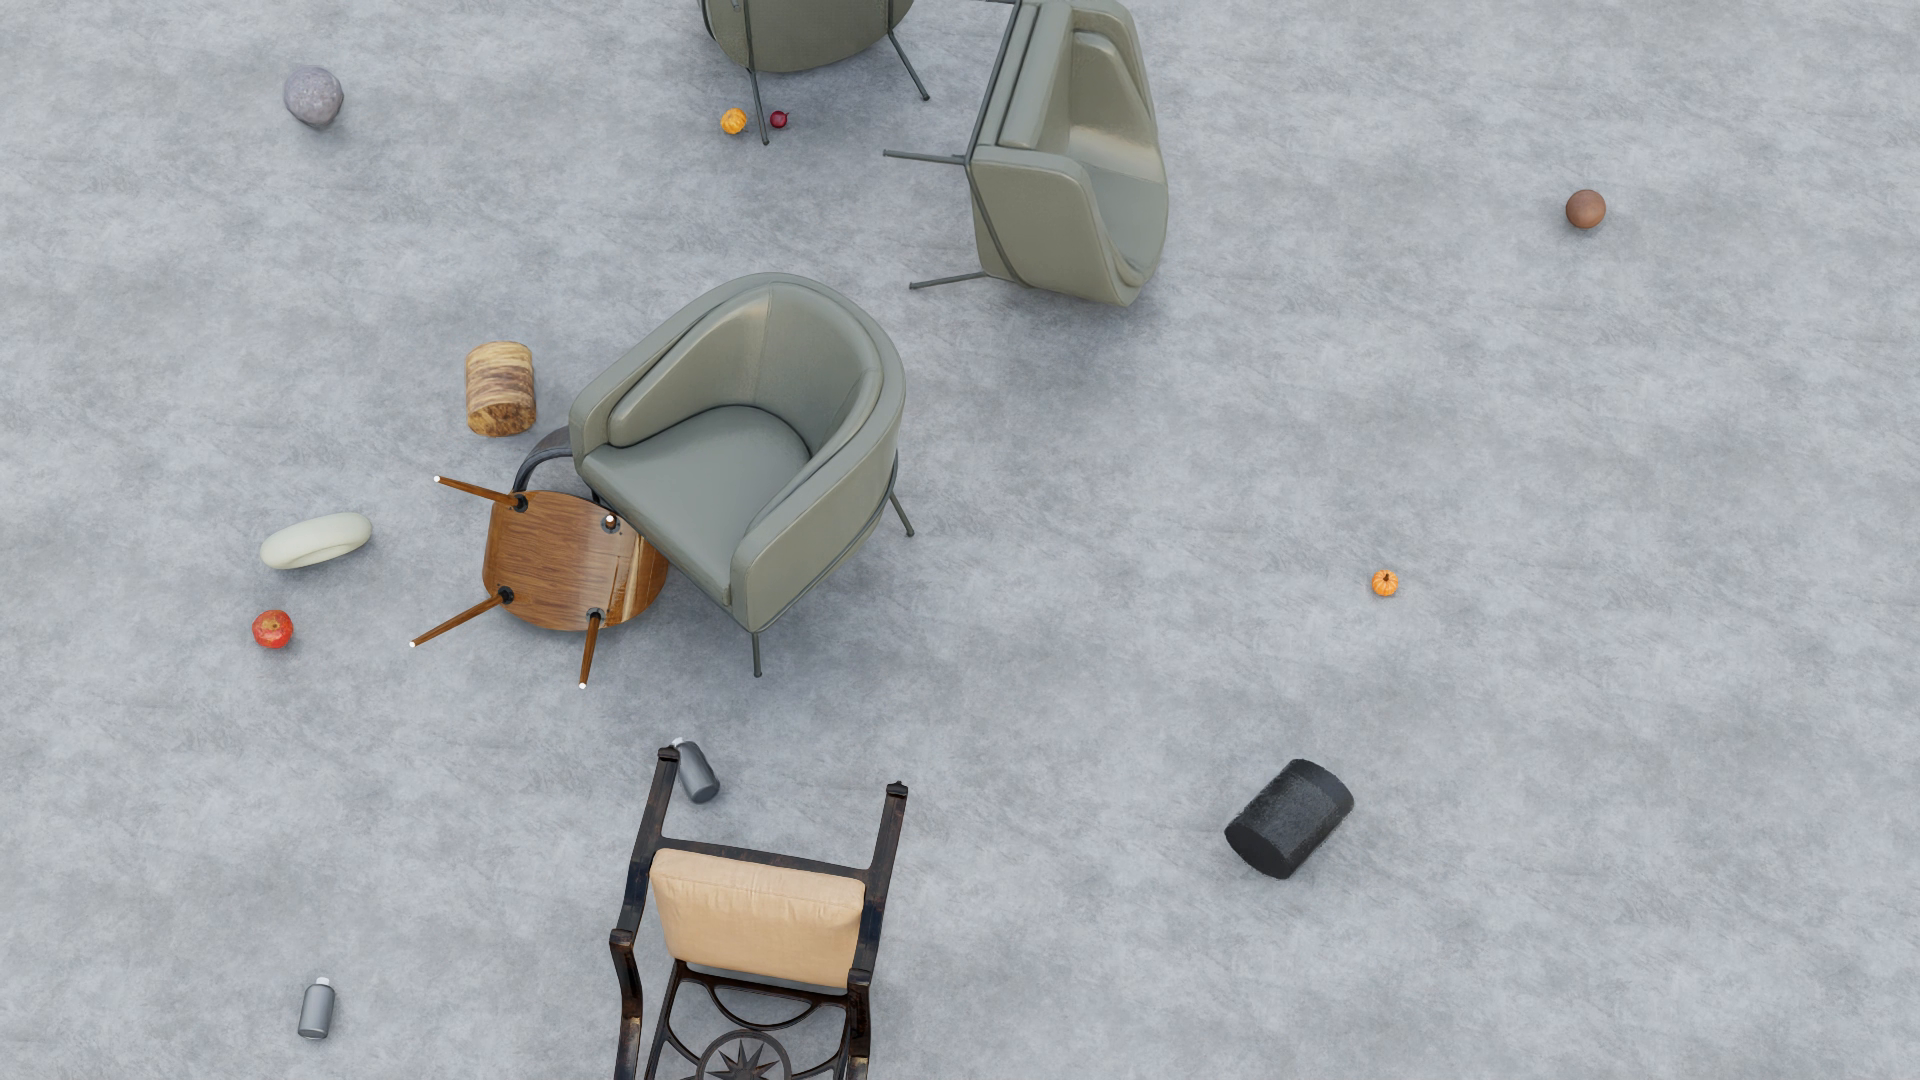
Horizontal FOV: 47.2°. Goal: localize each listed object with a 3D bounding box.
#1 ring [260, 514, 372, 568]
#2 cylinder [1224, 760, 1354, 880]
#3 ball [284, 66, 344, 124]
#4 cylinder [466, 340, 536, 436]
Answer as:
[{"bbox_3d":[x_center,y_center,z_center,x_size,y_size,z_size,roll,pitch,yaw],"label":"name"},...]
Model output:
[{"bbox_3d":[-1.904,0.002,6.503,0.330,0.118,0.104,-18,69,-17],"label":"ring"},{"bbox_3d":[0.891,0.754,5.949,0.274,0.182,0.235,-41,34,-24],"label":"cylinder"},{"bbox_3d":[-2.196,-1.509,7.469,0.196,0.196,0.196,0,56,0],"label":"ball"},{"bbox_3d":[-1.419,-0.467,6.788,0.207,0.164,0.245,-11,57,0],"label":"cylinder"}]
